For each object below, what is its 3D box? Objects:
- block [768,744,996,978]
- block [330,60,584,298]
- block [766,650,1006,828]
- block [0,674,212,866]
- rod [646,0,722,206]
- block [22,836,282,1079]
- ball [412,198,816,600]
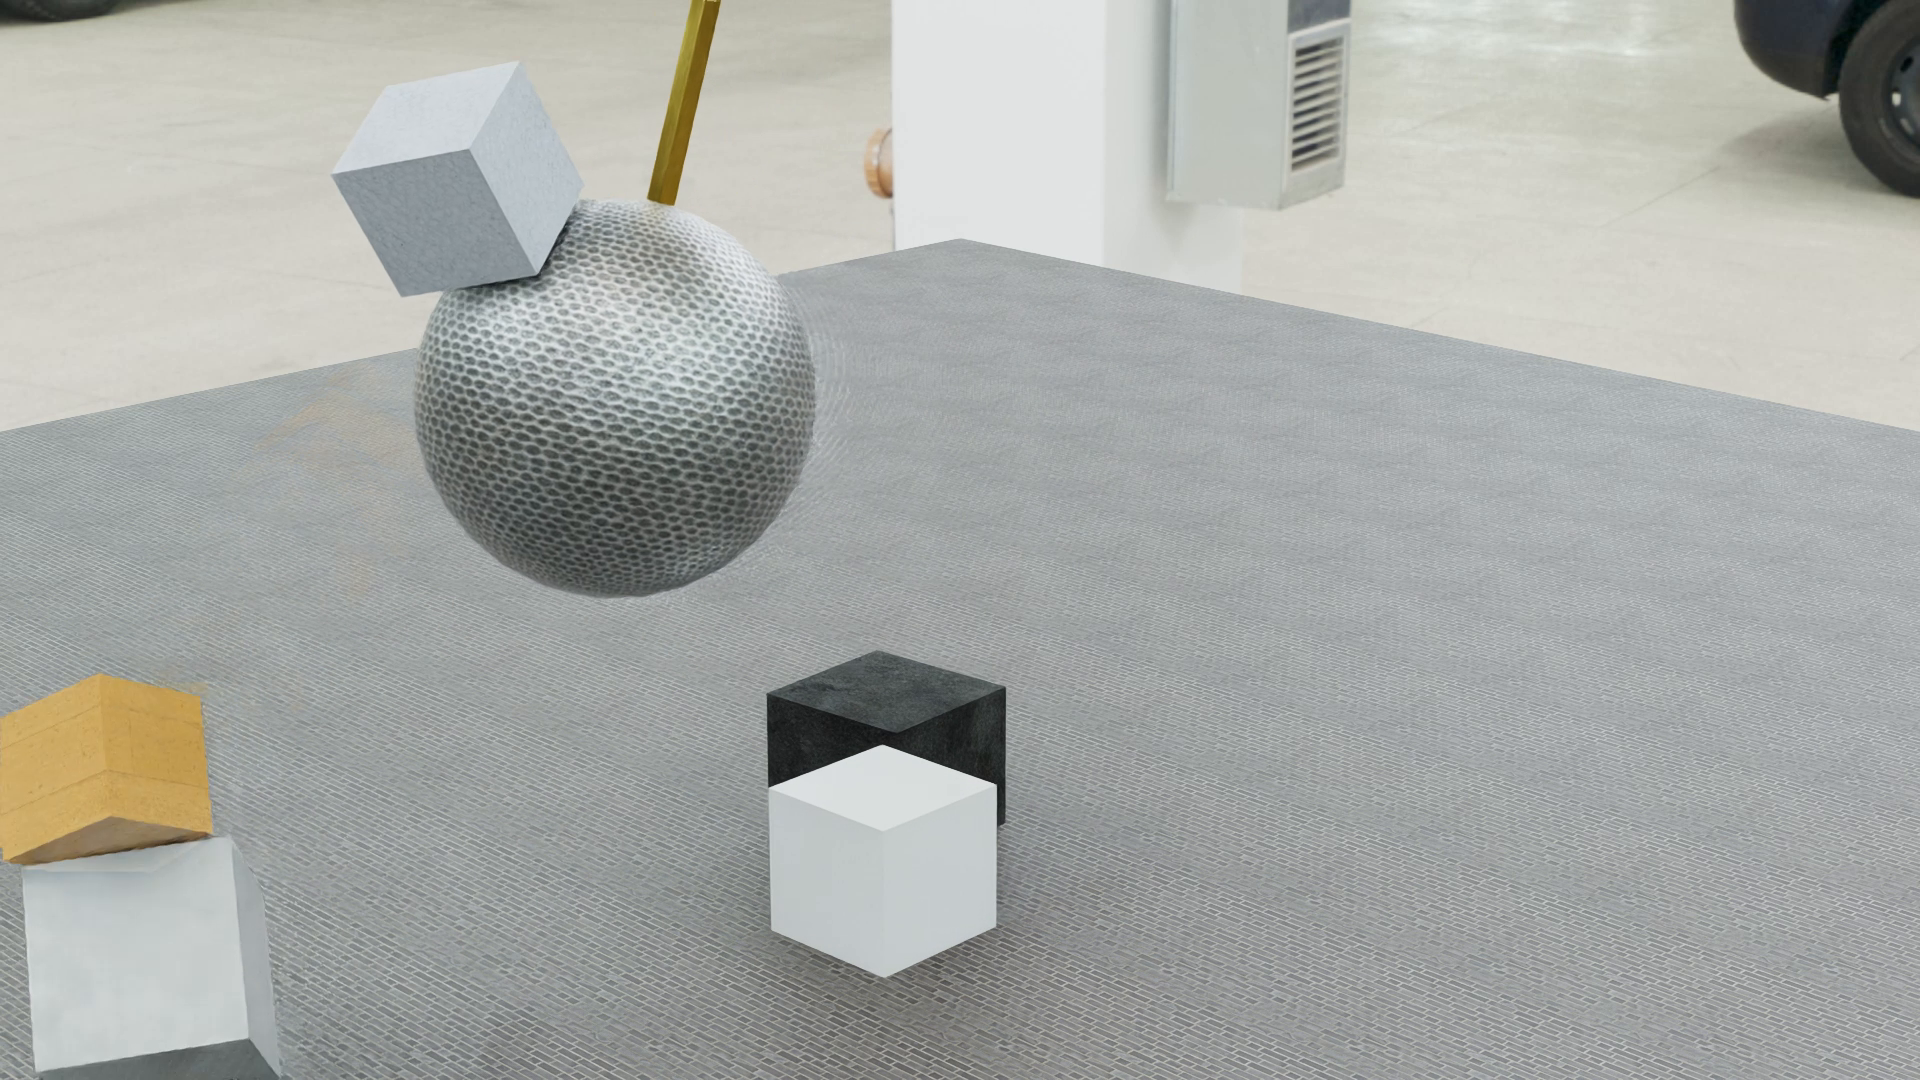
[{"bbox_3d":[-0.335,1.388,12.804,0.696,0.673,0.703,16,23,41],"label":"block"},{"bbox_3d":[-1.904,-1.373,11.173,0.608,0.589,0.575,-7,40,23],"label":"block"},{"bbox_3d":[-0.345,1.037,13.886,0.808,0.695,0.787,14,22,38],"label":"block"},{"bbox_3d":[-3.194,0.885,10.926,0.569,0.546,0.495,-22,-23,27],"label":"block"},{"bbox_3d":[-0.596,-3.866,11.502,0.080,5.200,0.080,17,5,42],"label":"rod"},{"bbox_3d":[-3.053,1.654,11.117,0.759,0.767,0.822,-8,-20,-8],"label":"block"},{"bbox_3d":[-1.376,-0.564,11.722,1.600,1.600,1.600,0,17,0],"label":"ball"}]
